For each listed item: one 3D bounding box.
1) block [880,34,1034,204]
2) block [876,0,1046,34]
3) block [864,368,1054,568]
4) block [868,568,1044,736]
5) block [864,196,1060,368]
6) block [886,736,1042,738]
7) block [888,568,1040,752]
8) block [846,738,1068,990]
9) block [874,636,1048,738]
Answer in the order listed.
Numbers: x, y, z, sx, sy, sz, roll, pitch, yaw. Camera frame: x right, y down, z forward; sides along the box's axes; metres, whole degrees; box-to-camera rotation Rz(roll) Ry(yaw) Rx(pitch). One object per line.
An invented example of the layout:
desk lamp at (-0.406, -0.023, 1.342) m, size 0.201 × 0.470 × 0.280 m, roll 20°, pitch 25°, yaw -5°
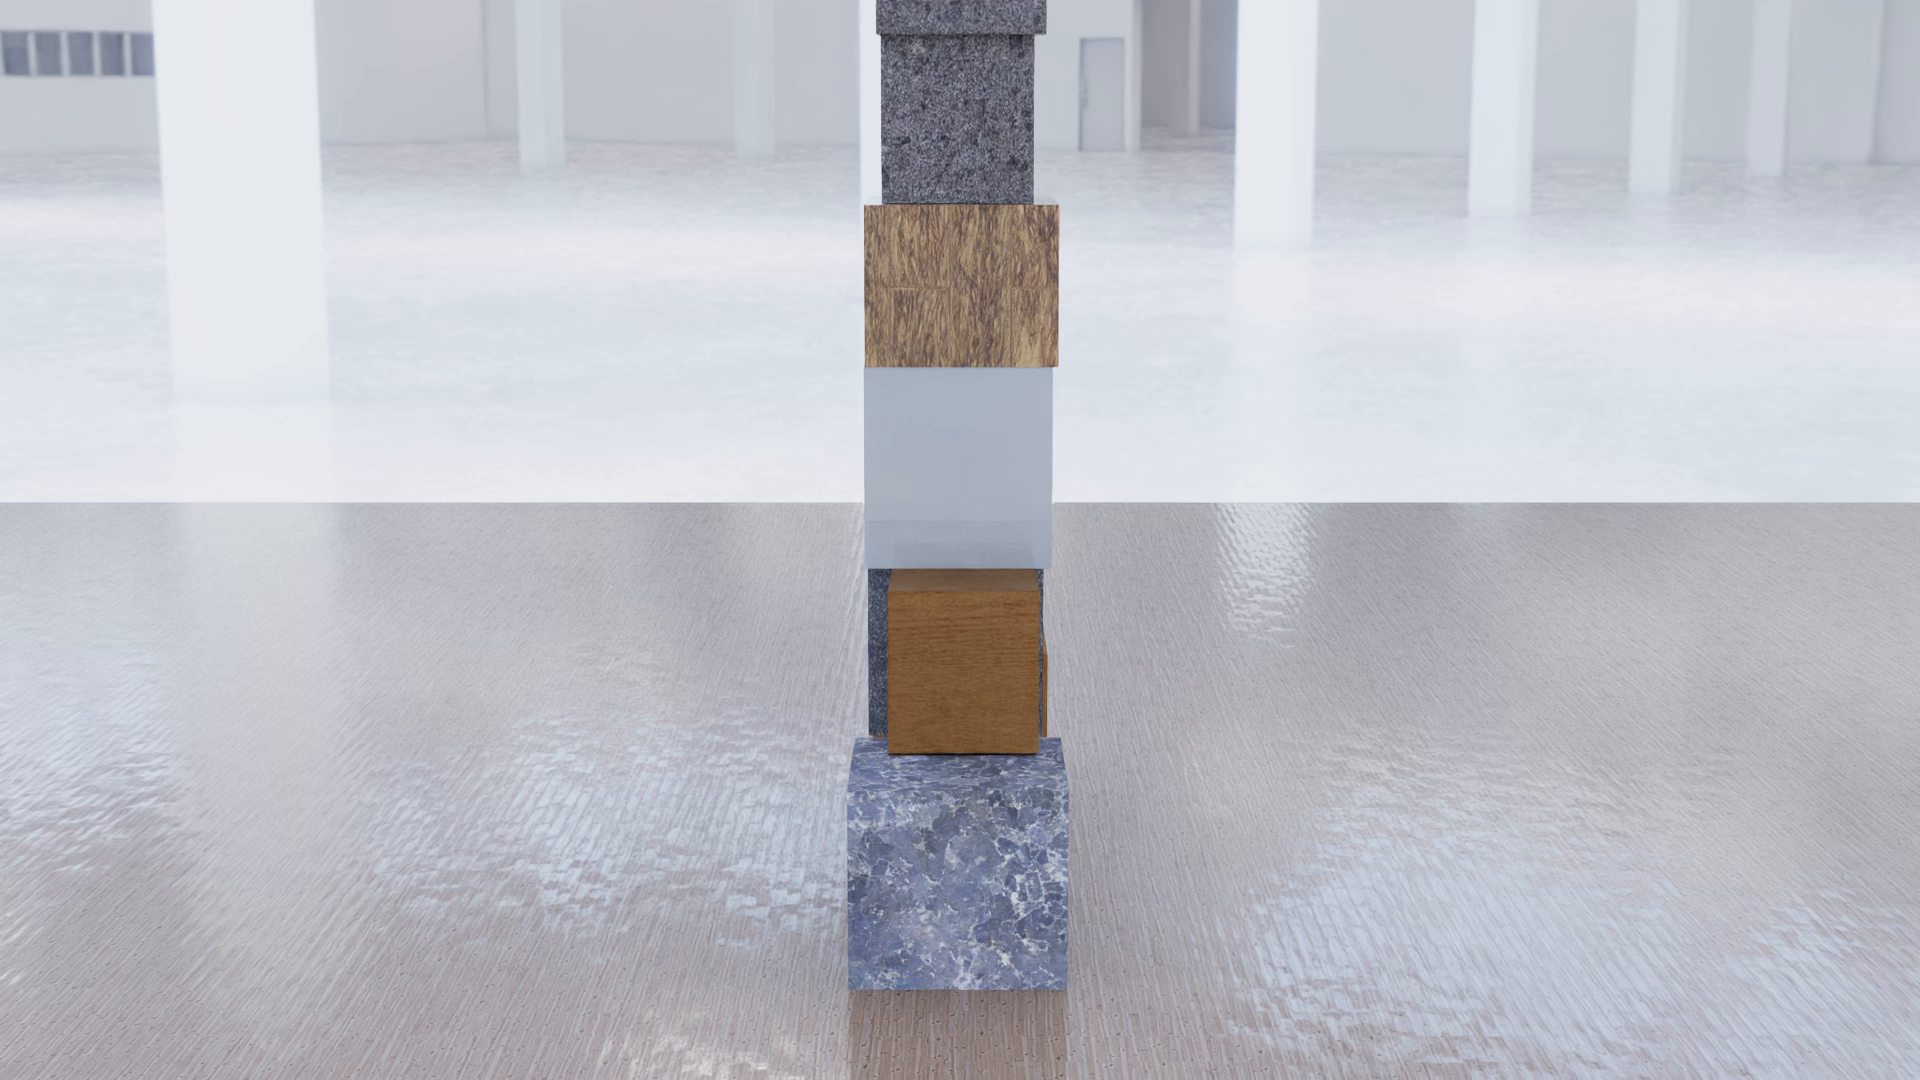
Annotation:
block at (-0.010, -1.793, 10.882) m, size 0.631 × 0.691 × 0.592 m, roll 0°, pitch 11°, yaw 0°
block at (0.005, -2.445, 10.753) m, size 0.696 × 0.638 × 0.690 m, roll 0°, pitch 11°, yaw 0°
block at (-0.007, -0.368, 11.144) m, size 0.790 × 0.855 × 0.771 m, roll 0°, pitch 10°, yaw 0°
block at (-0.019, 0.414, 11.321) m, size 0.748 × 0.739 × 0.722 m, roll 0°, pitch 10°, yaw 0°
block at (0.007, -1.119, 11.009) m, size 0.806 × 0.672 × 0.787 m, roll 0°, pitch 10°, yaw 0°
block at (0.019, 1.194, 11.019) m, size 0.664 × 0.700 × 0.633 m, roll 0°, pitch 10°, yaw 0°
block at (0.014, 0.485, 10.613) m, size 0.605 × 0.659 × 0.677 m, roll 0°, pitch 8°, yaw 0°
block at (-0.008, 1.282, 10.288) m, size 0.850 × 0.797 × 0.808 m, roll 0°, pitch 10°, yaw 0°
block at (0.002, 0.868, 12.403) m, size 0.809 × 0.854 × 0.926 m, roll 0°, pitch 10°, yaw 0°
